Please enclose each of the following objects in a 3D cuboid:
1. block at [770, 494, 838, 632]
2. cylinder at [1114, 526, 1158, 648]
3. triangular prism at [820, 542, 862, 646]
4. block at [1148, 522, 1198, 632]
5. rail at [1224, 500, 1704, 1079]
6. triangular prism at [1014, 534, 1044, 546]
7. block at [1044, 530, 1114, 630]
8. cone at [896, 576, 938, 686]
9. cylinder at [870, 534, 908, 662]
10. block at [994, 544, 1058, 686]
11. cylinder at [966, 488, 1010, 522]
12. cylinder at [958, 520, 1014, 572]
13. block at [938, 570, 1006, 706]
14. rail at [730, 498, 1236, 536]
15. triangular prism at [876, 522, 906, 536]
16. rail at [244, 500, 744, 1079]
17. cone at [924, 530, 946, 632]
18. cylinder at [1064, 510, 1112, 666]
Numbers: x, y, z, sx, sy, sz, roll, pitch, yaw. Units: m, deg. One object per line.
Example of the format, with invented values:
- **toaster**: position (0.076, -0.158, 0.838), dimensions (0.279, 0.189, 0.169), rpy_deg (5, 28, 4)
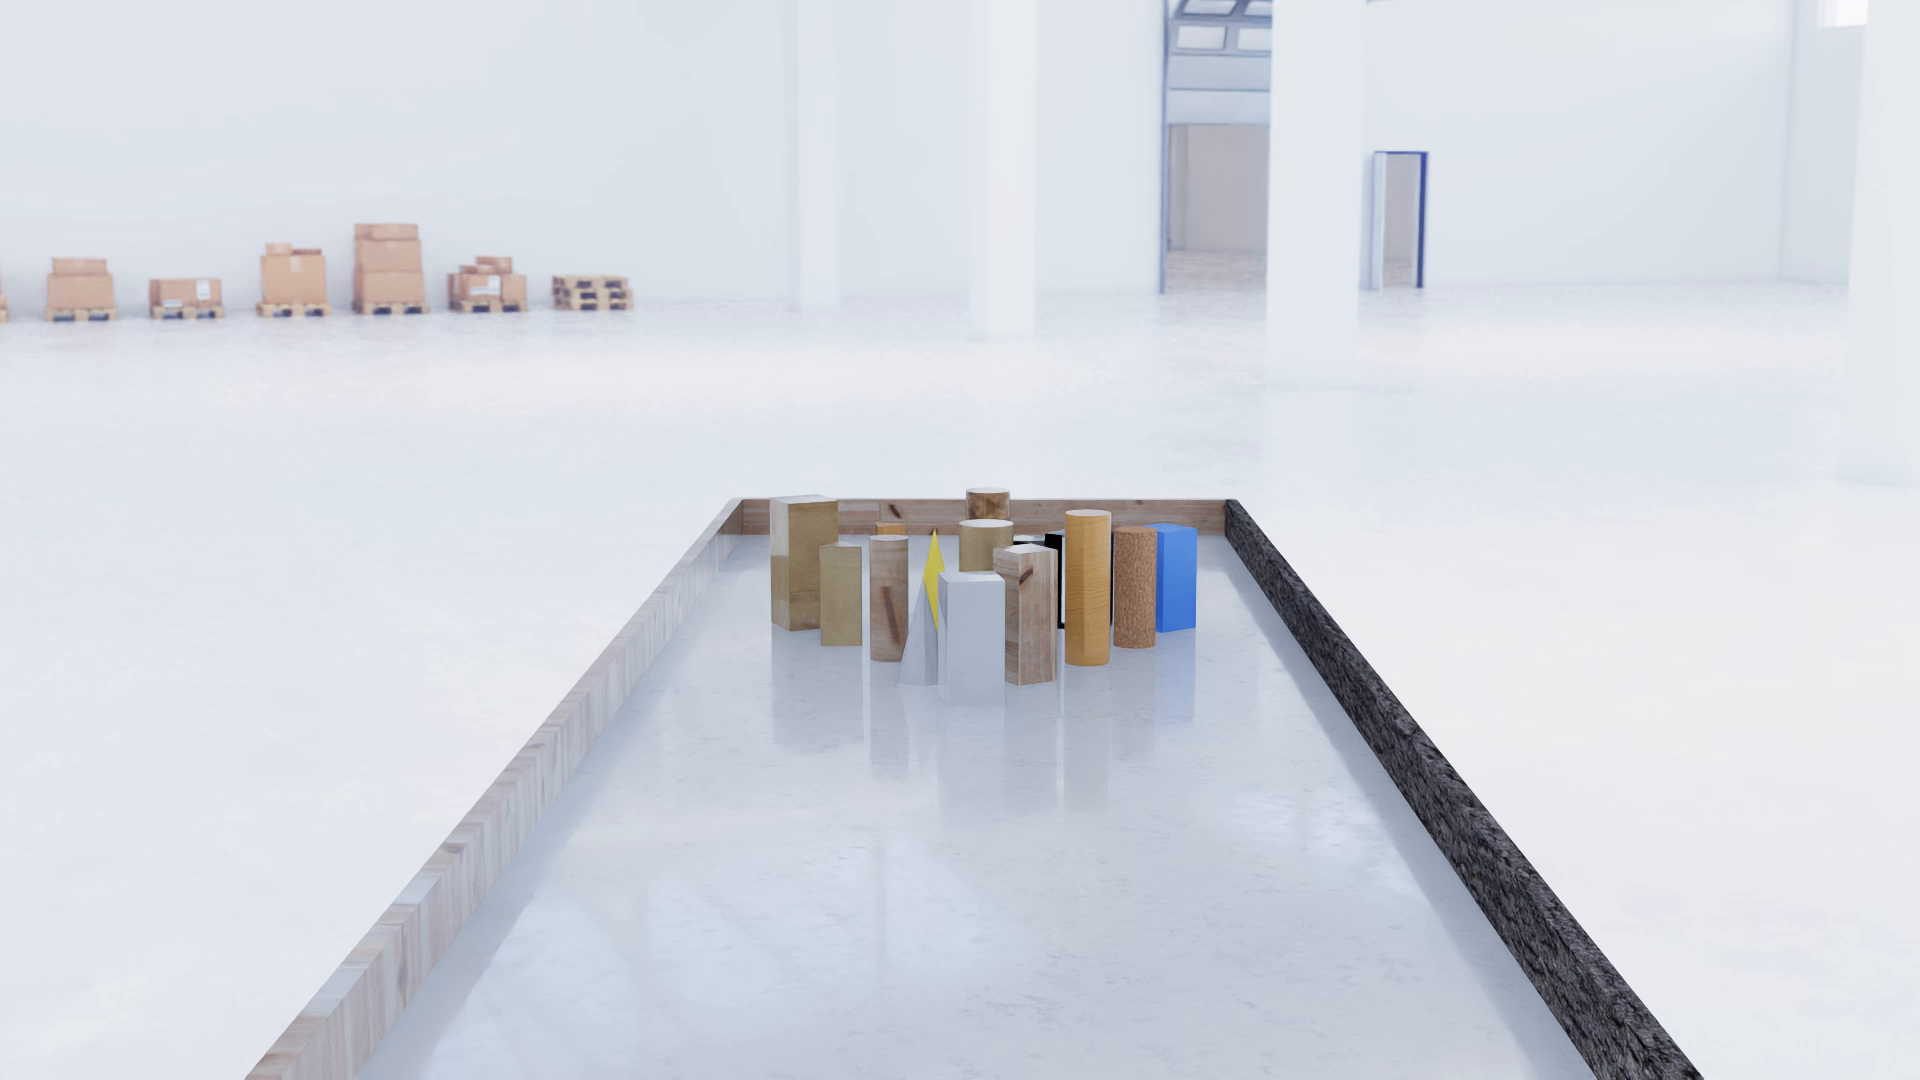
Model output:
- **block**: position (-0.511, 0.072, 7.216), dimensions (0.173, 0.419, 0.173), rpy_deg (-4, 10, -25)
- **cylinder**: position (0.549, 0.148, 6.903), dimensions (0.133, 0.367, 0.133), rpy_deg (0, 9, 0)
- **triangular prism**: position (-0.373, 0.168, 6.940), dimensions (0.128, 0.316, 0.111), rpy_deg (0, 9, -1)
- **block**: position (0.667, 0.122, 7.191), dimensions (0.149, 0.328, 0.149), rpy_deg (-7, 11, -38)
- **rail**: position (1.046, 0.843, 3.208), dimensions (0.050, 0.150, 12.000), rpy_deg (0, 9, 1)
- **triangular prism**: position (0.200, 0.156, 6.962), dimensions (0.130, 0.332, 0.113), rpy_deg (0, 9, 0)
- **block**: position (0.390, 0.129, 7.207), dimensions (0.162, 0.310, 0.162), rpy_deg (7, 11, 38)
- **cone**: position (-0.108, 0.256, 6.402), dimensions (0.154, 0.309, 0.154), rpy_deg (0, 9, 0)
- **cylinder**: position (-0.216, 0.177, 6.698), dimensions (0.118, 0.374, 0.118), rpy_deg (0, 9, 0)
- **block**: position (0.190, 0.216, 6.412), dimensions (0.135, 0.387, 0.135), rpy_deg (-6, 11, -32)
- **cylinder**: position (0.091, 0.060, 7.190), dimensions (0.145, 0.451, 0.145), rpy_deg (0, 9, 0)
- **cylinder**: position (0.079, 0.158, 6.669), dimensions (0.165, 0.421, 0.165), rpy_deg (0, 9, 0)
- **block**: position (0.031, 0.275, 6.161), dimensions (0.161, 0.349, 0.161), rpy_deg (-2, 9, -10)
- **rail**: position (0.099, -0.098, 9.147), dimensions (2.100, 0.150, 0.050), rpy_deg (0, 9, 1)
- **triangular prism**: position (-0.250, 0.112, 7.242), dimensions (0.106, 0.333, 0.092), rpy_deg (-6, 11, -35)
- **rail**: position (-1.004, 0.839, 3.234), dimensions (0.050, 0.150, 12.000), rpy_deg (0, 9, 1)
- **cone**: position (-0.080, 0.141, 6.964), dimensions (0.178, 0.361, 0.178), rpy_deg (0, 9, 0)
- **cylinder**: position (0.386, 0.144, 6.644), dimensions (0.137, 0.457, 0.137), rpy_deg (0, 9, 0)
